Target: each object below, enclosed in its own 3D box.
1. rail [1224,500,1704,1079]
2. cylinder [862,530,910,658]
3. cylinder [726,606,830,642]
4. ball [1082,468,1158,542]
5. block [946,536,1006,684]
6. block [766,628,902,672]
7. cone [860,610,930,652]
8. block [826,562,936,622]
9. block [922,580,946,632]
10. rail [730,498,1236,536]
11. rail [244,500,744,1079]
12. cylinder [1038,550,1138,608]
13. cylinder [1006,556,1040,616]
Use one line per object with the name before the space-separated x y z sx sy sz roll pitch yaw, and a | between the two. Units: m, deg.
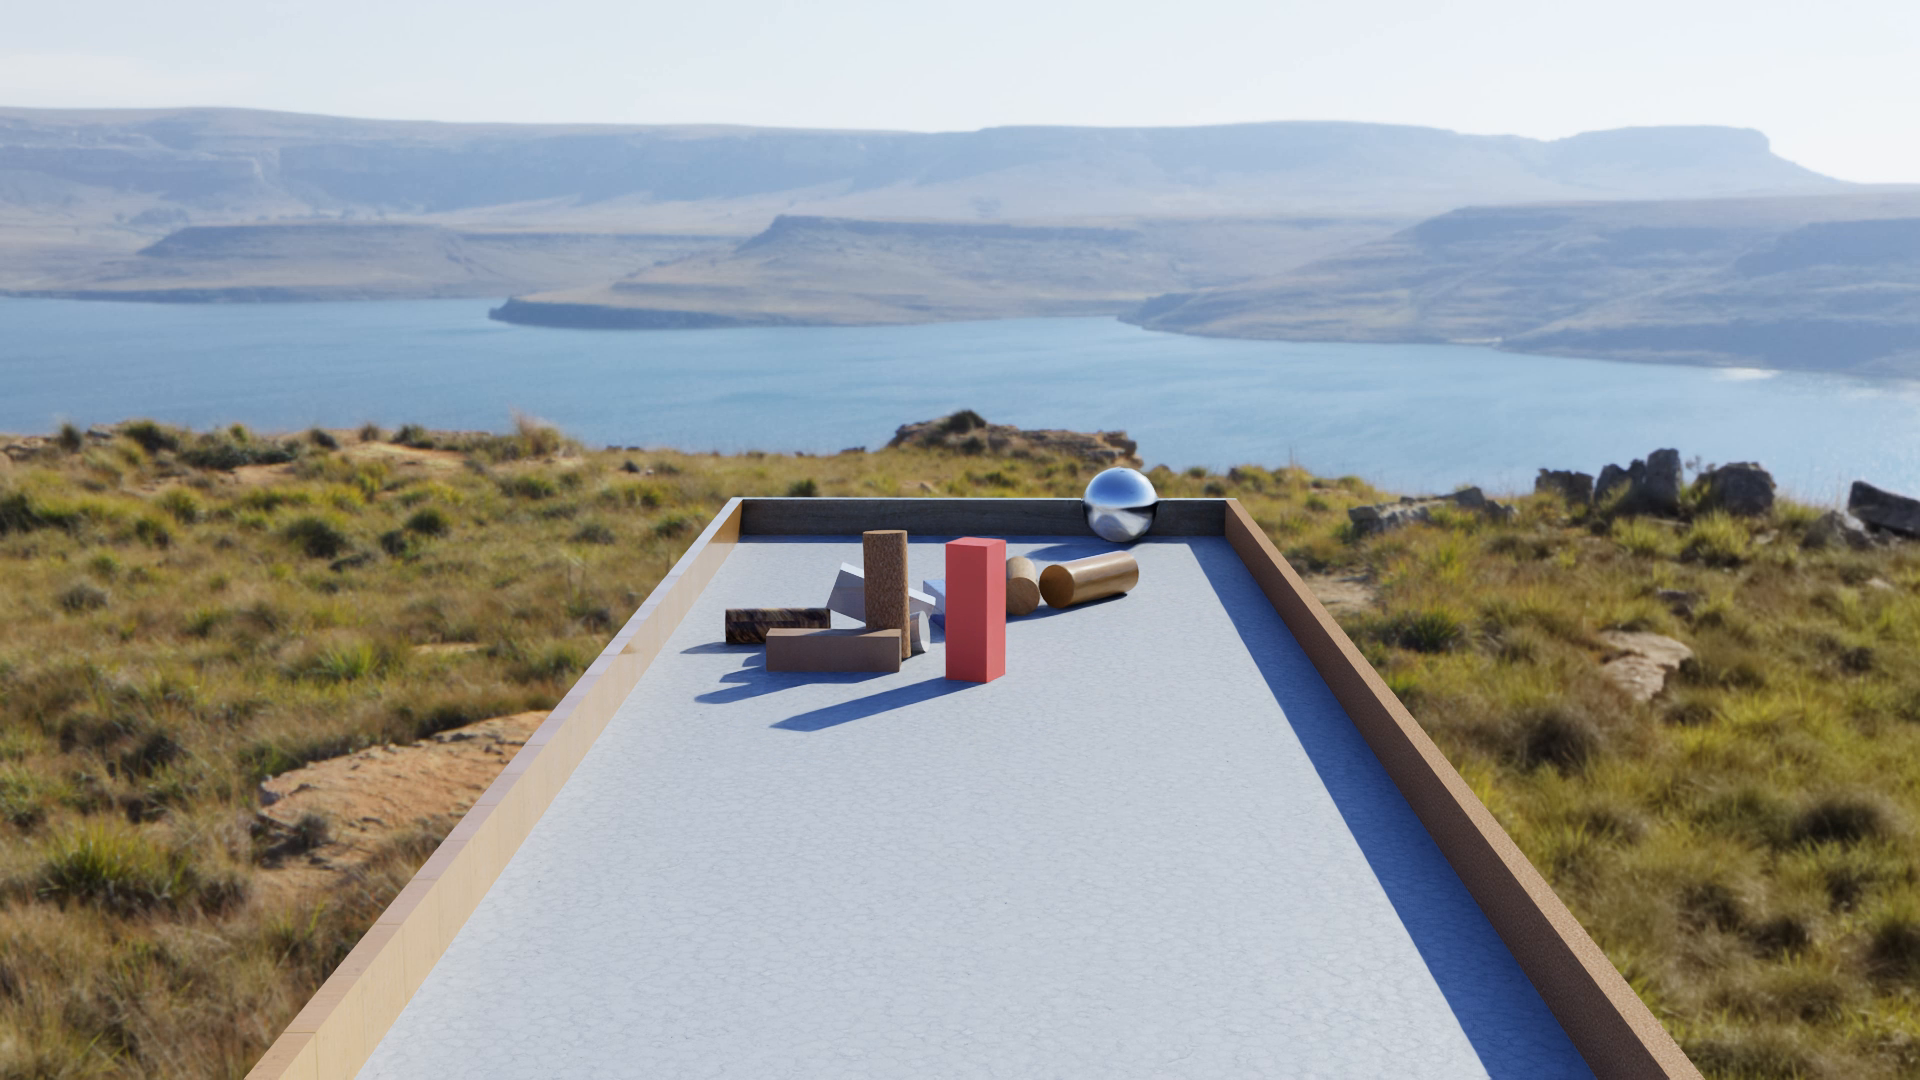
rail | 1.046 0.843 3.208 0.050 0.150 12.000 0 9 1
cylinder | -0.224 0.166 6.708 0.135 0.383 0.135 -2 5 0
cylinder | -0.575 0.269 6.962 0.331 0.110 0.110 -1 9 -4
ball | 0.652 -0.143 8.941 0.305 0.305 0.305 0 9 0
block | 0.046 0.204 6.439 0.133 0.403 0.133 4 10 25
block | -0.376 0.330 6.584 0.396 0.108 0.108 0 9 2
cone | -0.319 0.307 6.869 0.433 0.128 0.128 -7 7 13
block | -0.251 0.199 6.987 0.318 0.133 0.133 21 8 -3
block | -0.026 0.218 7.272 0.114 0.114 0.373 -2 9 -14
rail | 0.099 -0.098 9.147 2.100 0.150 0.050 0 9 1
rail | -1.004 0.839 3.234 0.050 0.150 12.000 0 9 1
cylinder | 0.452 0.136 7.673 0.151 0.151 0.387 7 12 39
cylinder | 0.205 0.156 7.602 0.132 0.132 0.427 0 9 0
